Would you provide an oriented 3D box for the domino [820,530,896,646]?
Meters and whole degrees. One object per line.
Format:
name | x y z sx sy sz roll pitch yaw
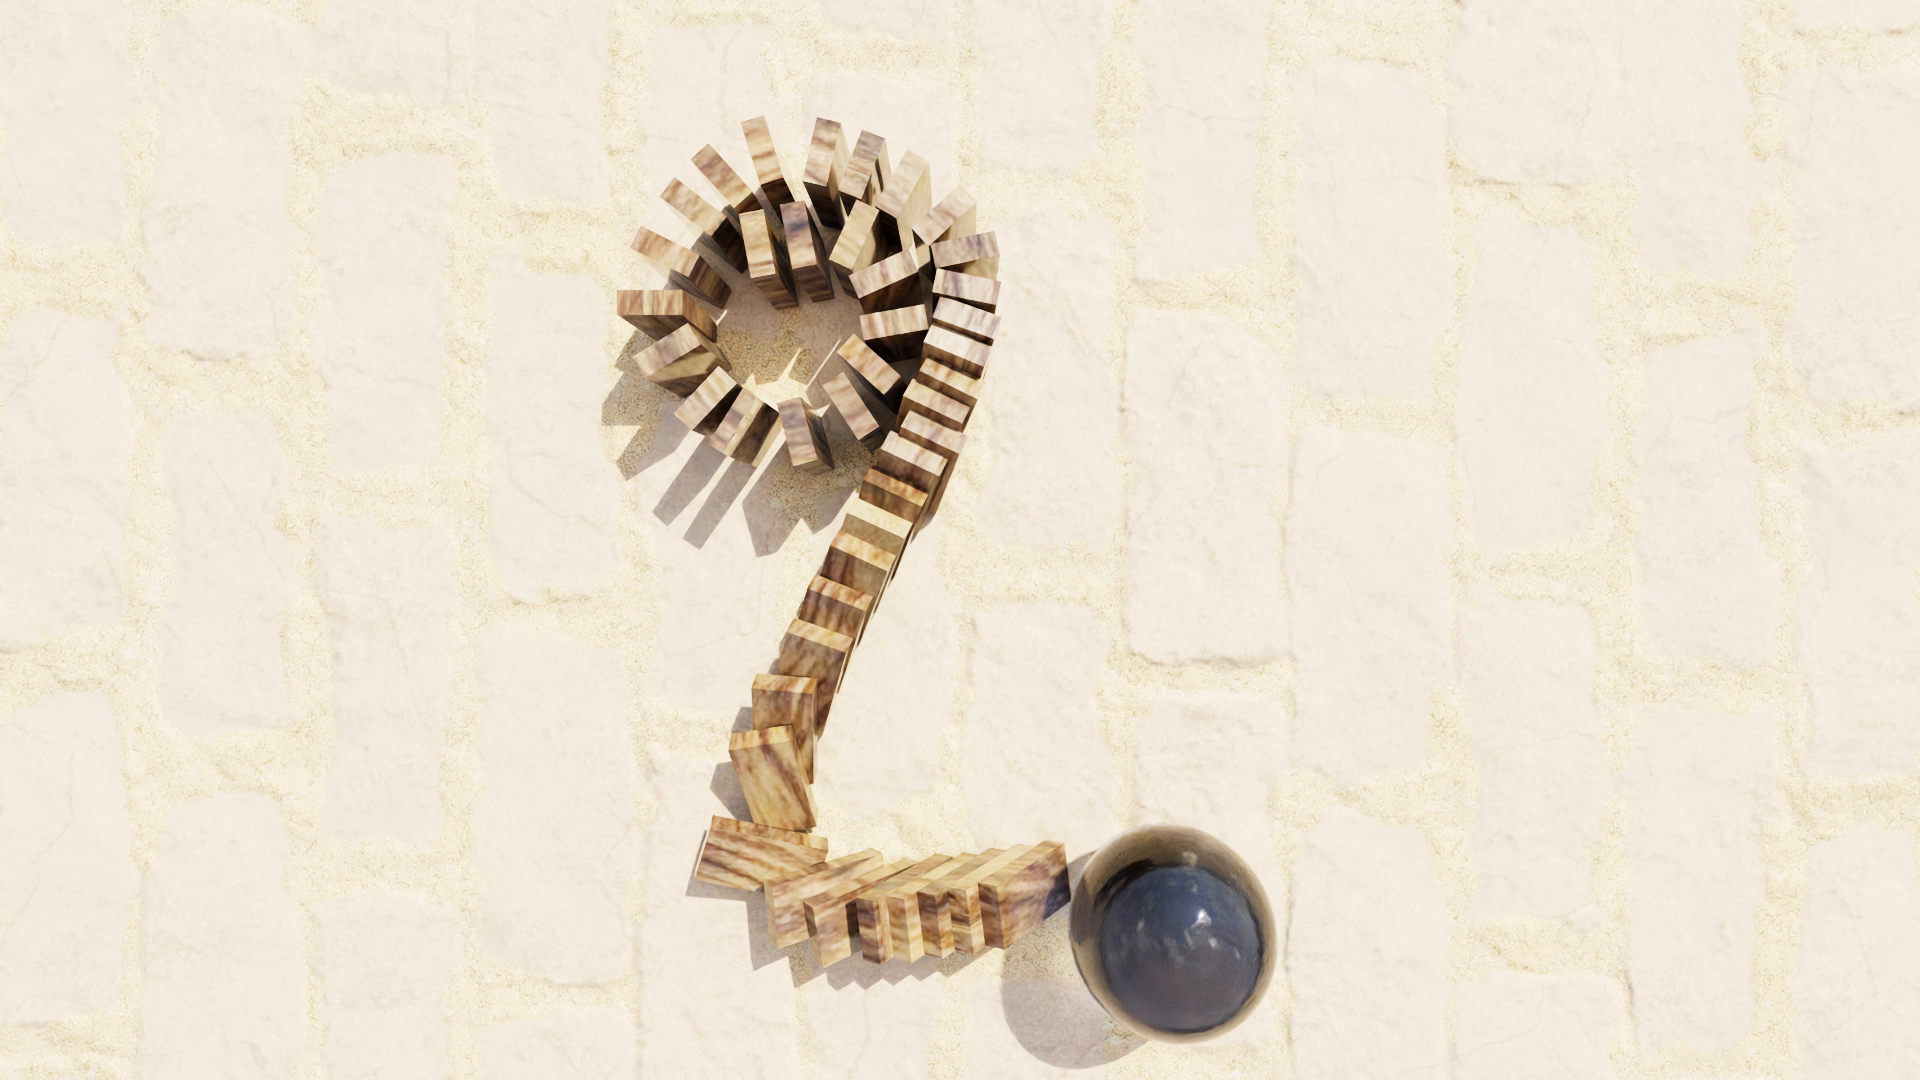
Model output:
domino | -0.046 0.021 0.380 0.025 0.009 0.050 25 133 0

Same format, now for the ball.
ball | 0.083 0.153 0.360 0.080 0.080 0.080 0 90 0

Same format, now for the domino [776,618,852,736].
domino | -0.063 0.058 0.382 0.025 0.009 0.050 19 123 0

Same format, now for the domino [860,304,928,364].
domino | -0.025 -0.083 0.375 0.025 0.050 0.010 -10 90 0

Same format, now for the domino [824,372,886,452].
domino | -0.042 -0.051 0.375 0.009 0.050 0.025 -33 90 0

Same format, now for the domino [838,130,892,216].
domino | -0.038 -0.144 0.375 0.009 0.050 0.025 21 90 0

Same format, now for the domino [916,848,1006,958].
domino | 0.003 0.148 0.377 0.009 0.050 0.025 -7 90 38

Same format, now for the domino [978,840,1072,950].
domino | 0.027 0.145 0.377 0.010 0.050 0.025 -7 90 38

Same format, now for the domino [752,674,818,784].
domino | -0.073 0.080 0.383 0.025 0.009 0.050 5 120 0

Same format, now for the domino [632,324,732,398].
domino | -0.112 -0.072 0.375 0.025 0.050 0.009 -31 90 0

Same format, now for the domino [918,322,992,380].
domino | -0.004 -0.067 0.375 0.025 0.050 0.009 23 70 0

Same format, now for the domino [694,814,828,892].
domino | -0.084 0.135 0.387 0.050 0.010 0.025 17 100 -14

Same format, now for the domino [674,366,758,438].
domino | -0.097 -0.054 0.375 0.010 0.050 0.025 44 90 0

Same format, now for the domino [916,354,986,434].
domino | -0.009 -0.052 0.376 0.025 0.050 0.010 26 60 -1

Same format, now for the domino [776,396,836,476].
domino | -0.062 -0.042 0.375 0.009 0.050 0.025 -15 90 0

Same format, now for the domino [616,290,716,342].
domino | -0.119 -0.091 0.375 0.025 0.050 0.009 0 90 0

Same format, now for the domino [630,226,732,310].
domino | -0.113 -0.110 0.375 0.025 0.050 0.010 26 90 0

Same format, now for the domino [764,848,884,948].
domino | -0.055 0.149 0.382 0.050 0.009 0.025 -5 90 -34

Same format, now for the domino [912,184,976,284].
domino | -0.006 -0.124 0.375 0.025 0.050 0.010 -43 89 0

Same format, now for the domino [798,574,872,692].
domino | -0.055 0.040 0.382 0.025 0.009 0.050 21 126 0

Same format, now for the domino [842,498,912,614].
domino | -0.039 0.007 0.379 0.025 0.009 0.050 25 135 0

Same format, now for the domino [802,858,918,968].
domino | -0.039 0.154 0.381 0.050 0.010 0.025 -11 94 -34

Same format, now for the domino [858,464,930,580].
domino | -0.032 -0.006 0.378 0.025 0.050 0.010 25 48 0

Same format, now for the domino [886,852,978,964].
domino | -0.009 0.150 0.377 0.010 0.050 0.025 -7 90 38

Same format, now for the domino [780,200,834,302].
domino | -0.062 -0.117 0.375 0.009 0.050 0.025 -11 90 0

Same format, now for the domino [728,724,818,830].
domino | -0.077 0.101 0.383 0.025 0.010 0.050 -9 121 0

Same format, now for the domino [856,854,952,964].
domino | -0.021 0.151 0.377 0.010 0.050 0.025 -7 90 38

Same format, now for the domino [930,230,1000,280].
domino | 0.002 -0.111 0.375 0.025 0.050 0.010 -12 89 0

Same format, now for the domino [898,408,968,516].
domino | -0.015 -0.031 0.376 0.025 0.050 0.009 25 60 0

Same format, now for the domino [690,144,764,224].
domino | -0.091 -0.139 0.375 0.009 0.050 0.025 -42 90 0

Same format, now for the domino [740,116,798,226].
domino | -0.076 -0.149 0.375 0.009 0.050 0.025 -18 90 0

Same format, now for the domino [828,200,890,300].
domino | -0.040 -0.117 0.375 0.009 0.050 0.025 25 90 0

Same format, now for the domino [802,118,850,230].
domino | -0.053 -0.148 0.375 0.010 0.050 0.025 13 90 0

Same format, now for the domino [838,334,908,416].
domino | -0.032 -0.065 0.374 0.025 0.050 0.010 42 90 7

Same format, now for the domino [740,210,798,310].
domino | -0.078 -0.113 0.375 0.010 0.050 0.025 -11 90 0

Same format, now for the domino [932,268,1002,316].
domino | 0.002 -0.094 0.375 0.025 0.050 0.009 11 83 0

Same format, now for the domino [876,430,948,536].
domino | -0.023 -0.022 0.376 0.025 0.050 0.009 25 60 0

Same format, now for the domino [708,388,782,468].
domino | -0.086 -0.045 0.375 0.010 0.050 0.025 32 90 0

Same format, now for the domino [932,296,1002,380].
domino | 0.001 -0.080 0.375 0.025 0.050 0.010 19 77 0

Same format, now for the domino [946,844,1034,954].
domino | 0.015 0.147 0.377 0.009 0.050 0.025 -7 90 38

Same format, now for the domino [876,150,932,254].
domino | -0.022 -0.136 0.375 0.009 0.050 0.025 30 90 0

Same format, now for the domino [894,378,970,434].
domino | -0.014 -0.042 0.376 0.025 0.050 0.009 25 60 0

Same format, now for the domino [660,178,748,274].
domino | -0.102 -0.127 0.375 0.025 0.050 0.009 38 90 0

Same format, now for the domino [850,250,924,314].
domino | -0.029 -0.102 0.375 0.025 0.050 0.009 -24 90 0
